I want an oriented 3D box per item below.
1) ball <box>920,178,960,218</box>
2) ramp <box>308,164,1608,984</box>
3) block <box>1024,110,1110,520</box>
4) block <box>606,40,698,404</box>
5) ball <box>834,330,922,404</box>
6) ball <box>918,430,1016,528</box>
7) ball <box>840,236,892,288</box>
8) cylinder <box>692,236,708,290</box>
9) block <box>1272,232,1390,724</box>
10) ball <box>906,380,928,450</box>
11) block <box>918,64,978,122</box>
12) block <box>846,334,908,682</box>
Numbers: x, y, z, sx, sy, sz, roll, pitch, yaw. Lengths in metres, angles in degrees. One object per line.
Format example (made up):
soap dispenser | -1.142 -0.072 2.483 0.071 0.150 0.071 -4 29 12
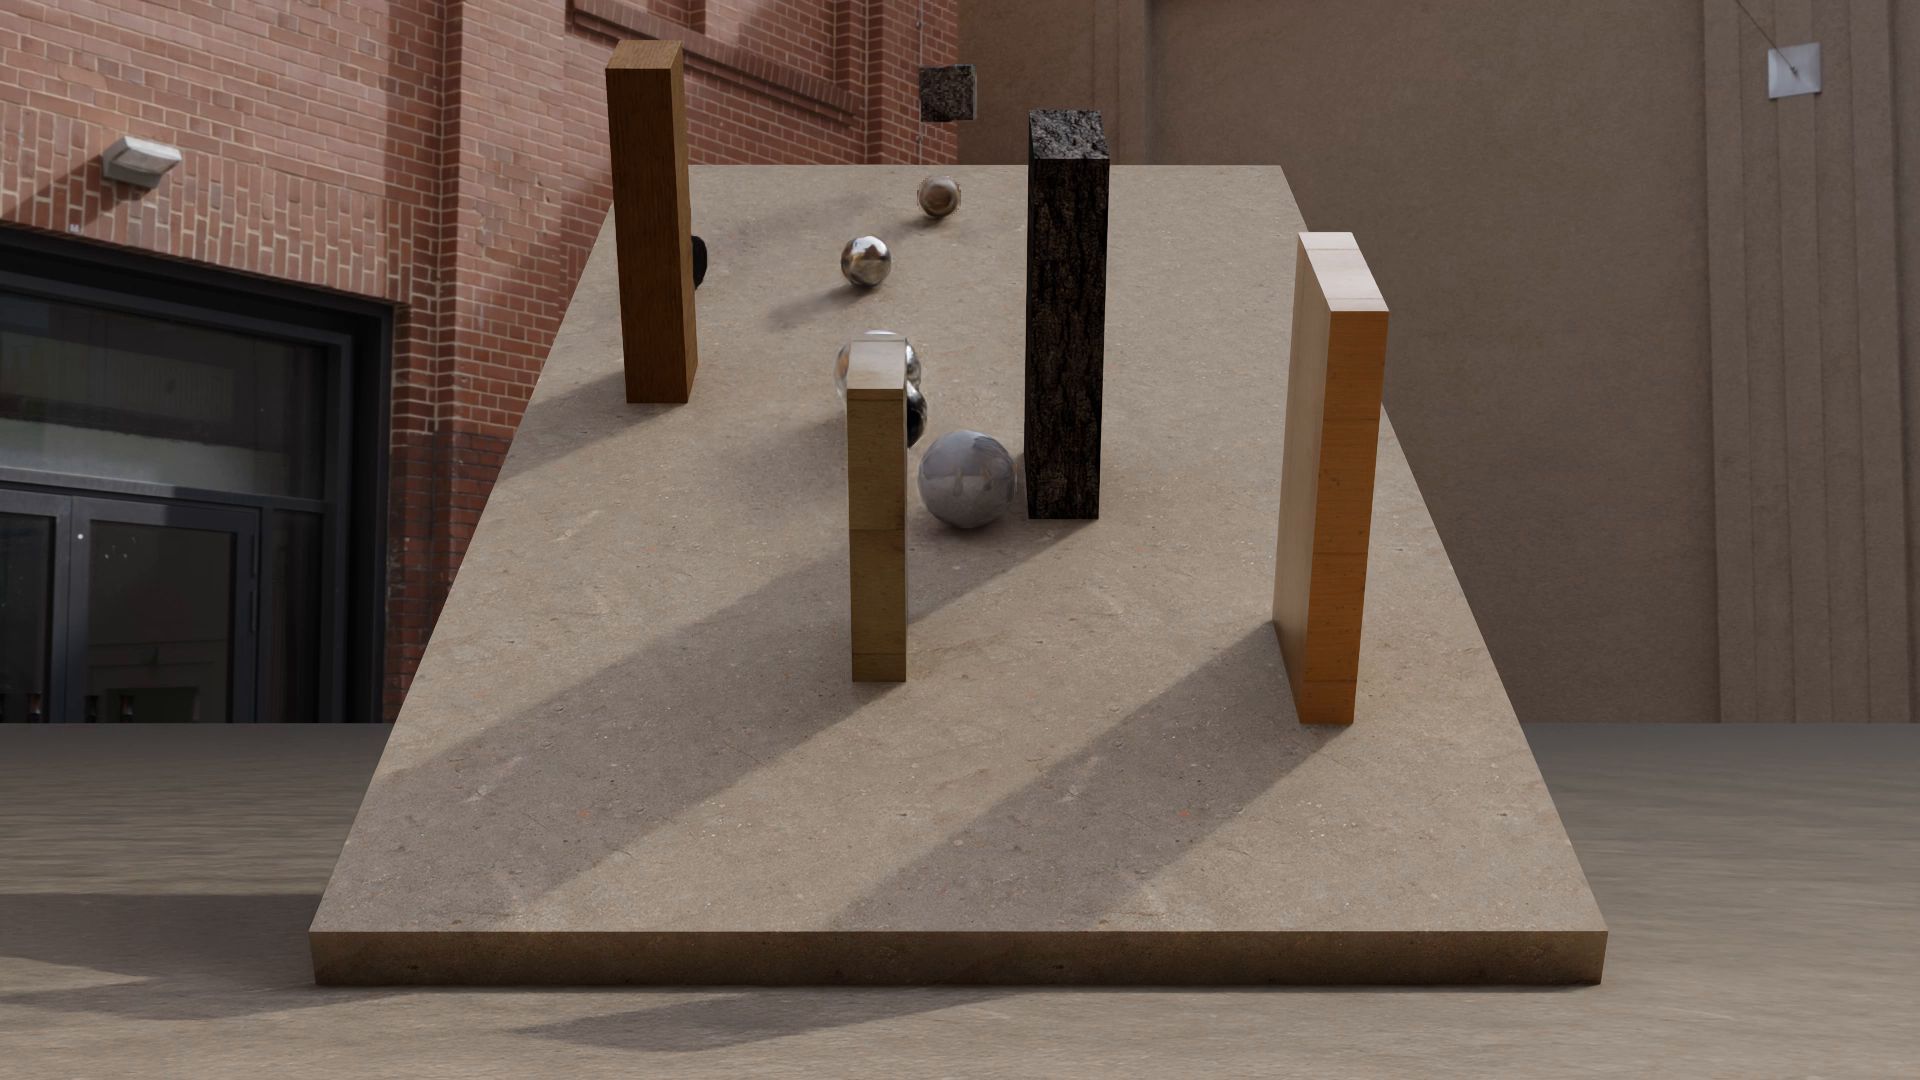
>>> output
ball | -0.060 -0.980 6.742 0.114 0.114 0.114 0 -4 0
ramp | -0.010 -0.229 5.444 2.000 0.100 4.000 0 26 0
block | 0.218 -0.471 4.936 0.147 0.781 0.346 0 26 0
block | -0.708 -0.732 5.453 0.143 0.794 0.252 0 26 0
ball | -0.189 -0.382 5.412 0.202 0.202 0.202 0 -4 0
ball | 0.014 -0.127 4.887 0.204 0.204 0.204 0 -4 0
ball | -0.248 -0.733 6.208 0.137 0.137 0.137 0 -4 0
cylinder | -0.773 -0.736 6.189 0.155 0.155 0.155 15 3 28
block | 0.652 -0.112 4.202 0.095 0.780 0.401 0 26 0
ball | -0.160 -0.278 5.227 0.177 0.177 0.177 0 -4 0
block | -0.034 -1.346 7.095 0.159 0.159 0.159 -2 13 5
block | -0.148 -0.059 4.317 0.099 0.580 0.265 0 26 0
